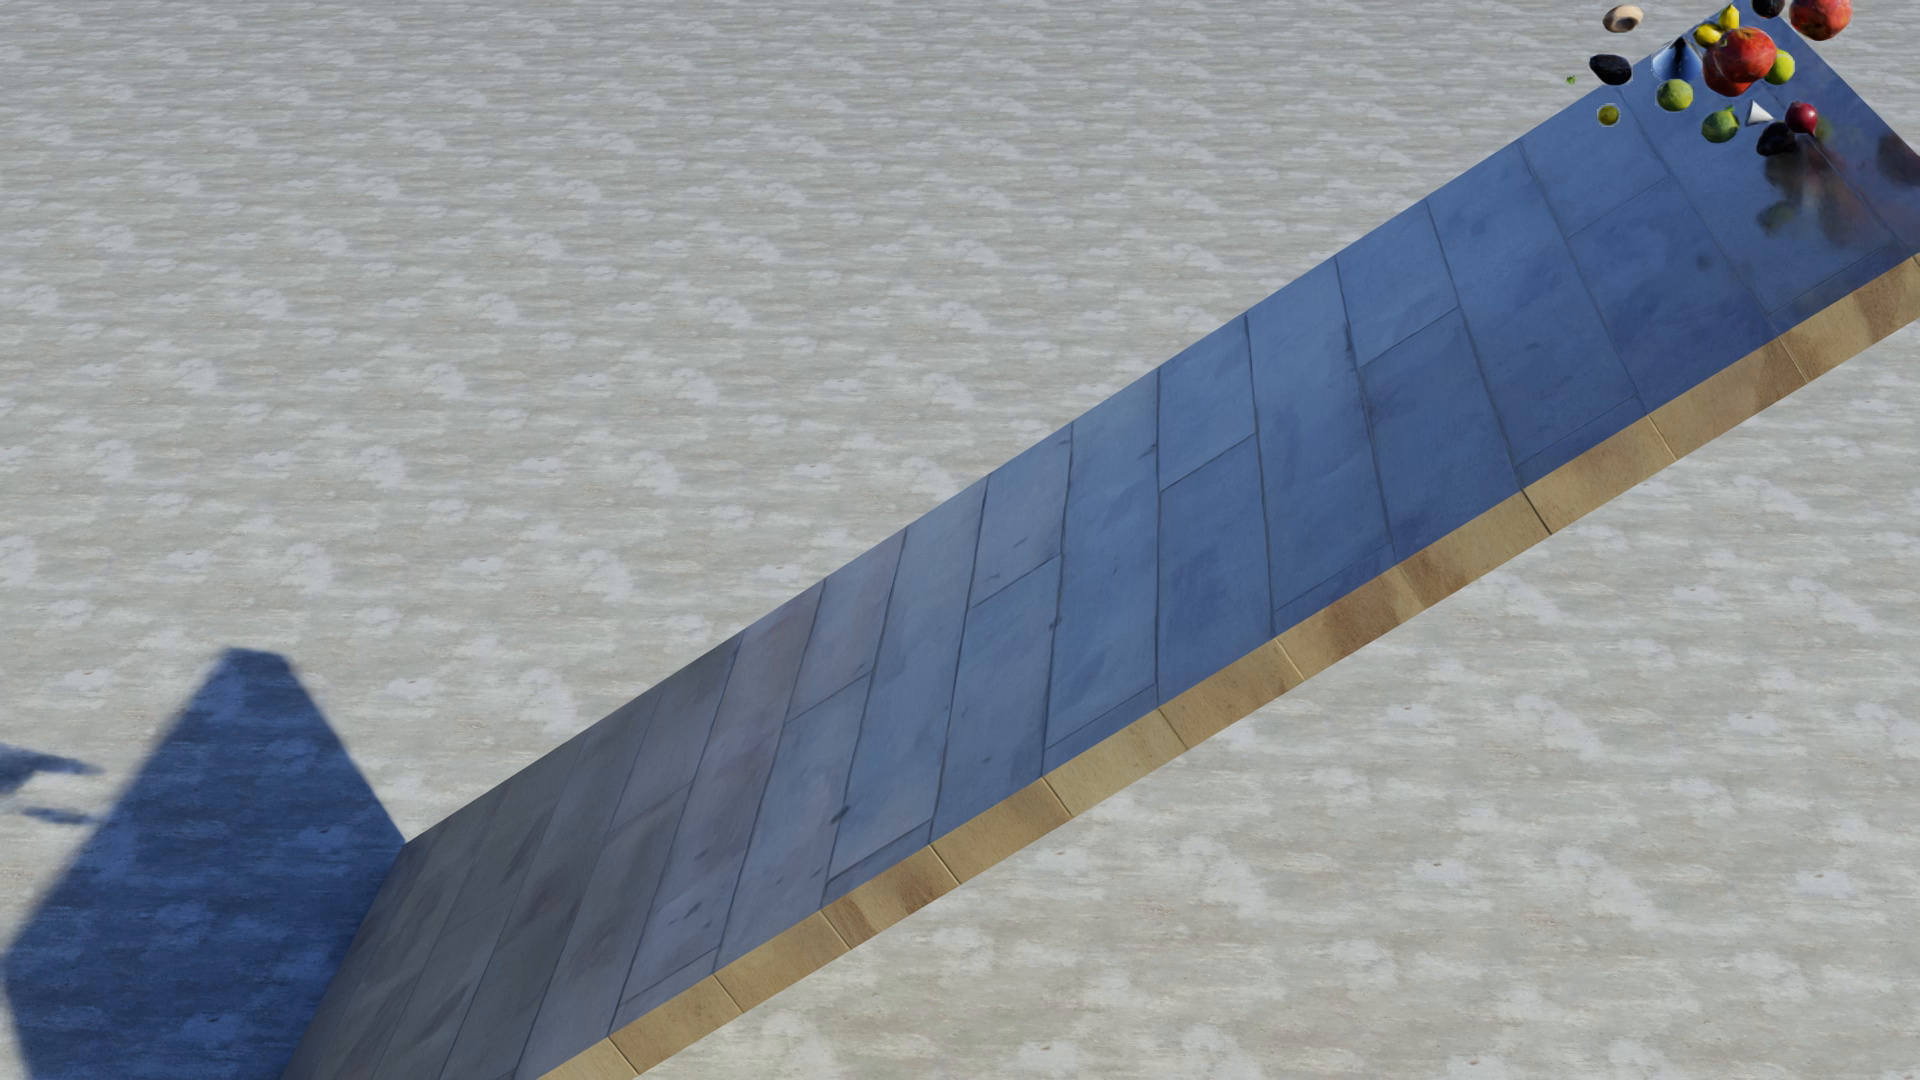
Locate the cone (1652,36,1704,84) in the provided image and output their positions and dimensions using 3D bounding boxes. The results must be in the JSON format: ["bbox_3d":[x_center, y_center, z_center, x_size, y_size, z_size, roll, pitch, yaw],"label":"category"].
[{"bbox_3d":[1.437,-0.980,5.872,0.100,0.100,0.100,4,-21,11],"label":"cone"}]

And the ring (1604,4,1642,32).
[{"bbox_3d":[1.318,-1.037,5.849,0.077,0.077,0.026,-2,64,-6],"label":"ring"}]

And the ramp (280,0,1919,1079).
[{"bbox_3d":[0.136,0.173,6.305,4.000,0.100,2.000,-32,16,15],"label":"ramp"}]
